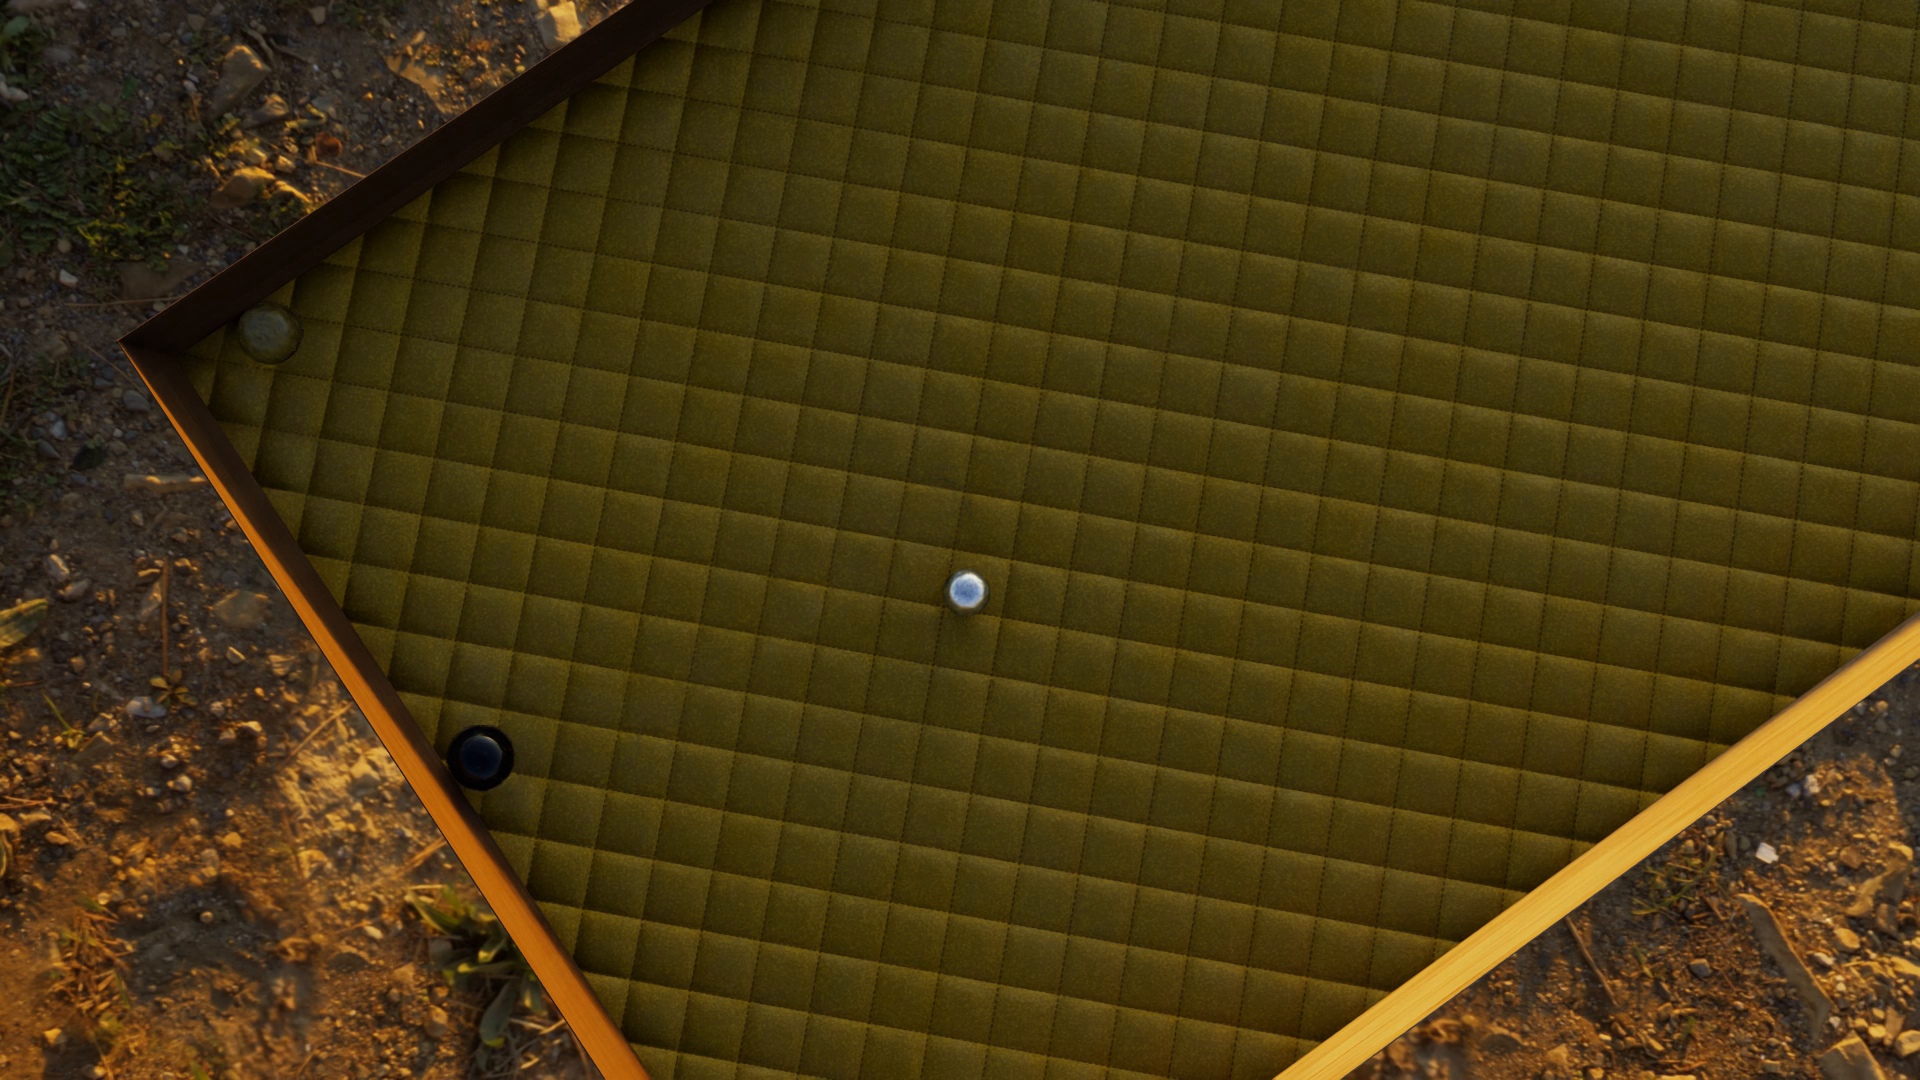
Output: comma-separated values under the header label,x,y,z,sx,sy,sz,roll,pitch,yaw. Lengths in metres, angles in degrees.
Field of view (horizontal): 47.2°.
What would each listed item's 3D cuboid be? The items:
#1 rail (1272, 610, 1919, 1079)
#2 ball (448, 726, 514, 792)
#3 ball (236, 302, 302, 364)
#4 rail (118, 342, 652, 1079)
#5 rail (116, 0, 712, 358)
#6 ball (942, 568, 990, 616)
label,x,y,z,sx,sy,sz,roll,pitch,yaw
rail,1.221,0.258,3.201,3.401,0.123,0.045,-35,84,-4
ball,-0.698,0.319,3.208,0.095,0.095,0.095,0,82,0
ball,-1.035,-0.309,3.295,0.093,0.093,0.093,0,82,0
rail,-0.678,0.466,3.173,0.045,0.123,1.877,-35,84,-4
rail,0.173,-1.228,3.404,3.401,0.123,0.045,-35,84,-4
ball,0.010,0.077,3.253,0.071,0.071,0.071,0,82,0
